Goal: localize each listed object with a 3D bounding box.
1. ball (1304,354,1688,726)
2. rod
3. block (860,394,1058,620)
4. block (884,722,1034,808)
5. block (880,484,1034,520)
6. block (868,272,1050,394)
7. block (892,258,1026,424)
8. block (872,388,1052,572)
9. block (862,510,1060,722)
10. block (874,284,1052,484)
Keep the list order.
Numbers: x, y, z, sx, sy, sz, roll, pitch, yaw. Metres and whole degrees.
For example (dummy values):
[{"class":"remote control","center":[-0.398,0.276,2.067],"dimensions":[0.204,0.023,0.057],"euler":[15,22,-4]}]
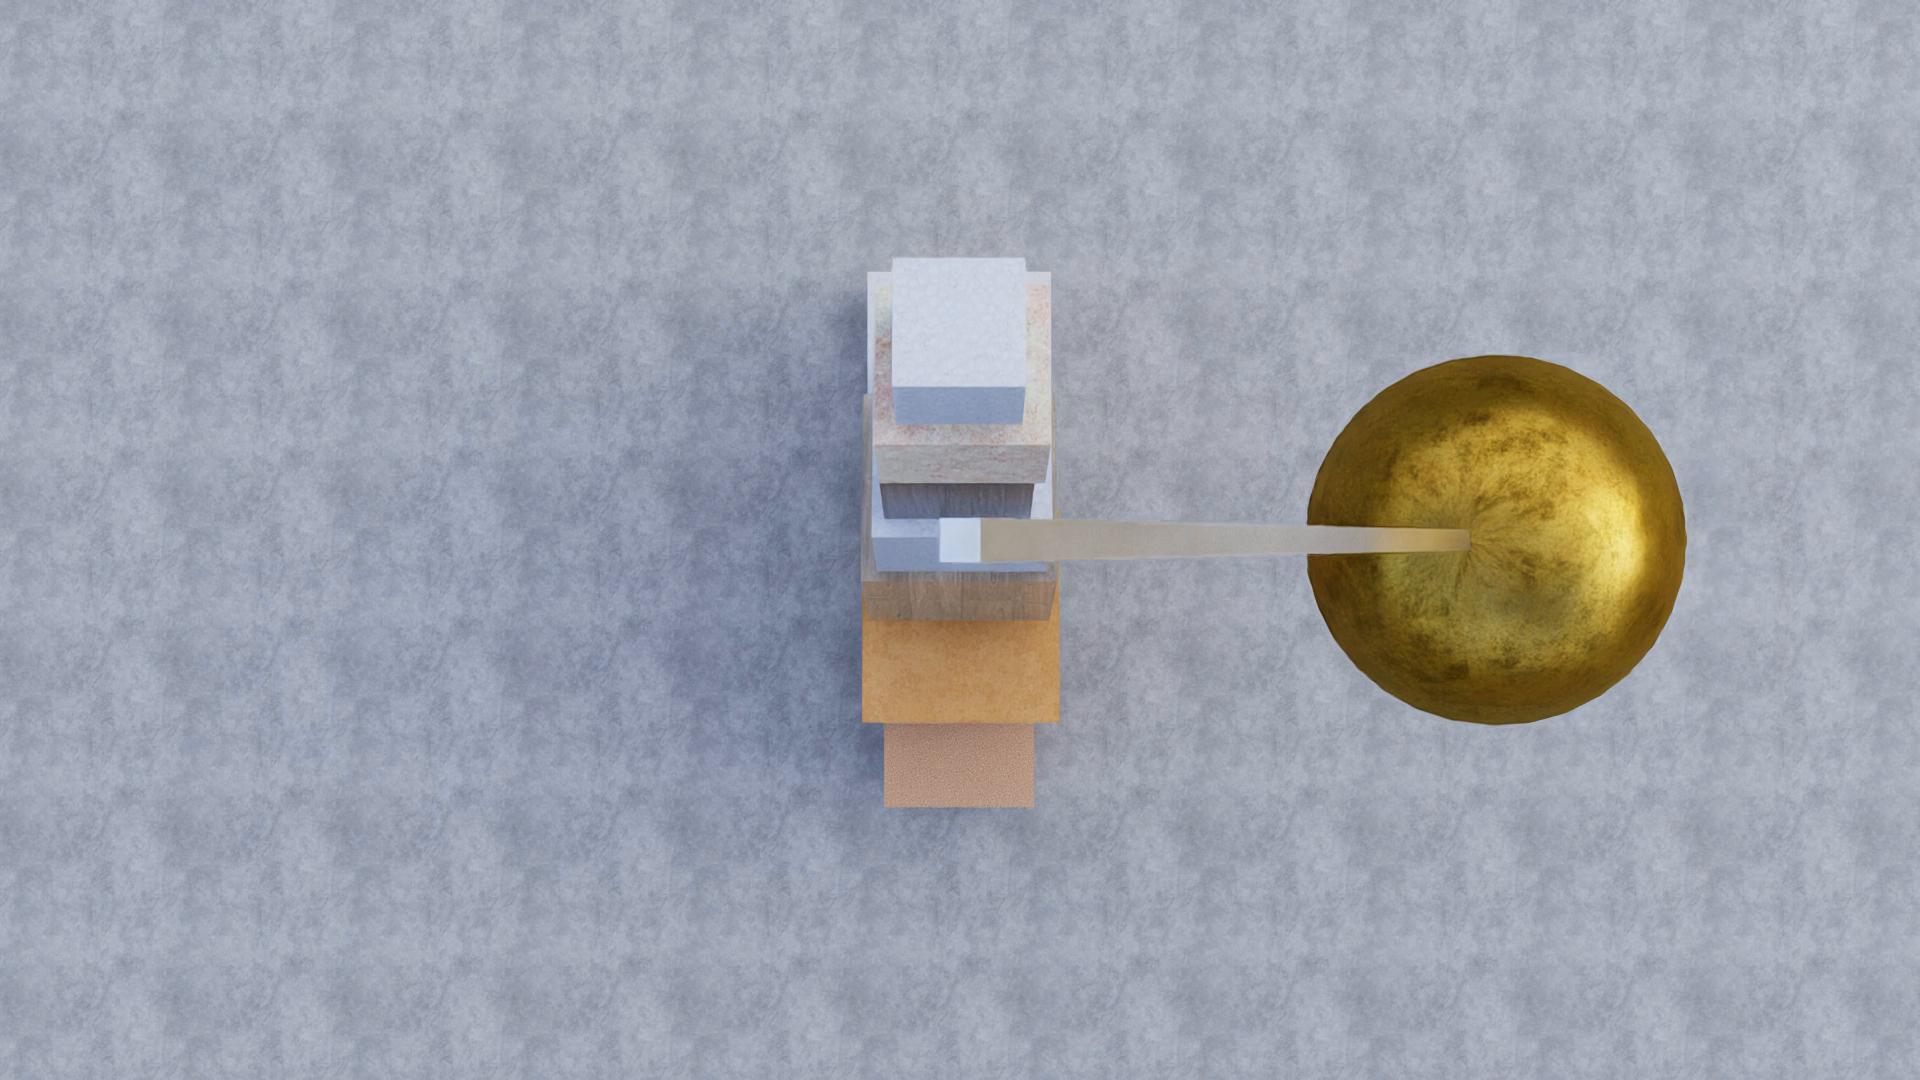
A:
[{"class":"ball","center":[2.295,0.000,9.485],"dimensions":[1.600,1.600,1.600],"euler":[0,90,0]},{"class":"rod","center":[0.994,0.000,6.343],"dimensions":[0.080,5.200,0.080],"euler":[0,90,22]},{"class":"block","center":[-0.003,-0.140,10.693],"dimensions":[0.907,0.940,0.897],"euler":[0,77,0]},{"class":"block","center":[-0.005,1.063,12.545],"dimensions":[0.823,0.910,0.812],"euler":[0,90,0]},{"class":"block","center":[-0.012,-0.477,9.279],"dimensions":[0.629,0.586,0.656],"euler":[0,77,0]},{"class":"block","center":[-0.004,-0.927,12.520],"dimensions":[1.004,0.961,1.083],"euler":[0,90,0]},{"class":"block","center":[-0.003,-0.734,8.202],"dimensions":[0.483,0.486,0.491],"euler":[0,77,0]},{"class":"block","center":[0.008,-0.328,9.900],"dimensions":[0.779,0.691,0.816],"euler":[0,77,0]},{"class":"block","center":[0.004,0.402,11.640],"dimensions":[1.002,0.915,1.075],"euler":[0,88,0]},{"class":"block","center":[0.009,-0.611,8.716],"dimensions":[0.675,0.571,0.647],"euler":[0,77,0]}]
